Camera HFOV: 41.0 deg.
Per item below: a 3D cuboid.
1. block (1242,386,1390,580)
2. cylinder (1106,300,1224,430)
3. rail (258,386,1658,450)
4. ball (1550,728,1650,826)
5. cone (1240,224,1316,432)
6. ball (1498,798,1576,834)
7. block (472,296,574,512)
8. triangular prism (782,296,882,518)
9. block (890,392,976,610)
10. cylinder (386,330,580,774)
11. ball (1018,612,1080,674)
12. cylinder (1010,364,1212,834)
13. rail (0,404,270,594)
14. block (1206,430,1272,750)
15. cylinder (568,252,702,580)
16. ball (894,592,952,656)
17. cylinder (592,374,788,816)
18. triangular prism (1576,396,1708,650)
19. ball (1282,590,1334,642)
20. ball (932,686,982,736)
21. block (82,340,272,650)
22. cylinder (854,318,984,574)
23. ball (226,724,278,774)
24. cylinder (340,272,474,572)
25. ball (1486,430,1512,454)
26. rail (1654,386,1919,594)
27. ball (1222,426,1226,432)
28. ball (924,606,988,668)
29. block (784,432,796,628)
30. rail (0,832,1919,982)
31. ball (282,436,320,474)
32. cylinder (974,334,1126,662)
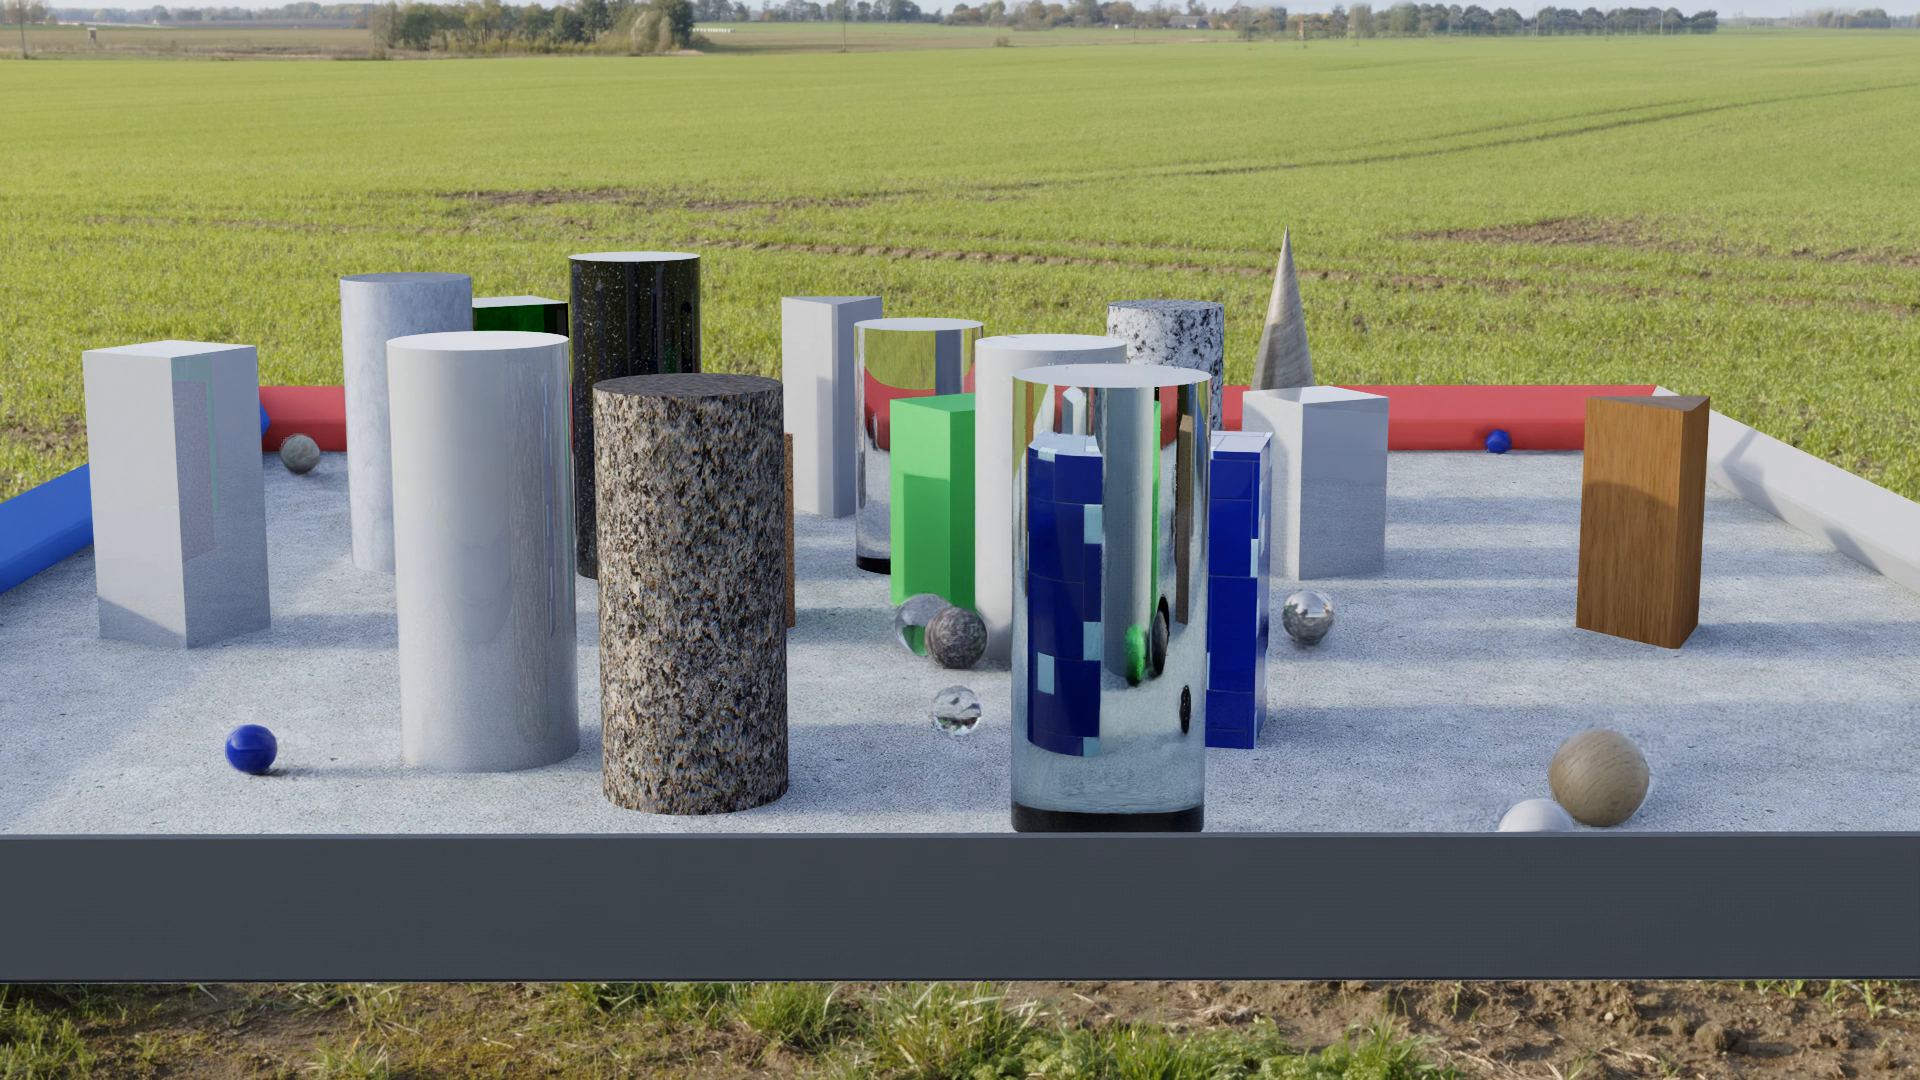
[{"bbox_3d":[0.512,-0.085,3.718,0.150,0.254,0.150,-6,12,-27],"label":"block"},{"bbox_3d":[0.328,-0.206,4.122,0.187,0.344,0.187,0,11,0],"label":"cylinder"},{"bbox_3d":[-0.008,-0.227,4.831,2.658,0.121,0.045,0,11,0],"label":"rail"},{"bbox_3d":[0.617,0.228,2.475,0.094,0.094,0.094,0,11,0],"label":"ball"},{"bbox_3d":[0.532,-0.286,4.214,0.187,0.466,0.187,0,11,0],"label":"cone"},{"bbox_3d":[0.523,0.269,2.324,0.069,0.069,0.069,0,11,0],"label":"ball"},{"bbox_3d":[-0.709,-0.195,4.024,0.150,0.358,0.150,-7,12,-31],"label":"block"},{"bbox_3d":[-0.187,-0.224,4.211,0.140,0.345,0.162,-7,13,-34],"label":"triangular prism"},{"bbox_3d":[0.009,-0.047,3.448,0.150,0.279,0.150,-7,13,-32],"label":"block"},{"bbox_3d":[-0.501,0.008,2.709,0.187,0.440,0.187,0,11,0],"label":"cylinder"},{"bbox_3d":[0.107,0.124,3.087,0.074,0.074,0.074,0,11,0],"label":"ball"},{"bbox_3d":[0.143,0.060,2.447,0.187,0.436,0.187,0,11,0],"label":"cylinder"},{"bbox_3d":[-1.305,0.033,3.442,0.045,0.121,2.857,0,11,0],"label":"rail"},{"bbox_3d":[0.257,0.050,2.807,0.150,0.322,0.150,2,11,12],"label":"block"},{"bbox_3d":[-0.462,-0.180,3.683,0.187,0.453,0.187,0,11,0],"label":"cylinder"},{"bbox_3d":[-0.042,0.104,3.182,0.079,0.079,0.079,0,11,0],"label":"ball"},{"bbox_3d":[-0.268,0.050,2.563,0.187,0.413,0.187,0,11,0],"label":"cylinder"},{"bbox_3d":[0.908,-0.031,3.297,0.140,0.301,0.162,-7,13,-35],"label":"triangular prism"},{"bbox_3d":[0.442,0.096,3.258,0.066,0.066,0.066,0,11,0],"label":"ball"},{"bbox_3d":[-0.004,0.187,2.802,0.055,0.055,0.055,0,11,0],"label":"ball"},{"bbox_3d":[-0.999,-0.061,3.280,0.150,0.368,0.150,6,12,28],"label":"block"},{"bbox_3d":[-0.059,-0.139,3.735,0.187,0.353,0.187,0,11,0],"label":"cylinder"},{"bbox_3d":[-0.732,0.216,2.655,0.051,0.051,0.051,0,11,0],"label":"ball"},{"bbox_3d":[-0.802,-0.175,3.751,0.187,0.418,0.187,0,11,0],"label":"cylinder"},{"bbox_3d":[1.010,-0.183,4.809,0.047,0.047,0.047,0,11,0],"label":"ball"},{"bbox_3d":[1.305,0.030,3.457,0.045,0.121,2.857,0,11,0],"label":"rail"},{"bbox_3d":[0.460,-0.192,4.784,0.072,0.072,0.072,0,11,0],"label":"ball"},{"bbox_3d":[-0.005,0.118,3.114,0.076,0.076,0.076,0,11,0],"label":"ball"},{"bbox_3d":[-0.321,-0.013,3.330,0.150,0.254,0.150,-9,14,-41],"label":"block"},{"bbox_3d":[0.008,0.289,2.068,2.658,0.121,0.045,0,11,0],"label":"rail"},{"bbox_3d":[-1.179,-0.153,4.589,0.068,0.068,0.068,0,11,0],"label":"ball"},{"bbox_3d":[0.112,-0.054,3.190,0.187,0.386,0.187,0,11,0],"label":"cylinder"}]
